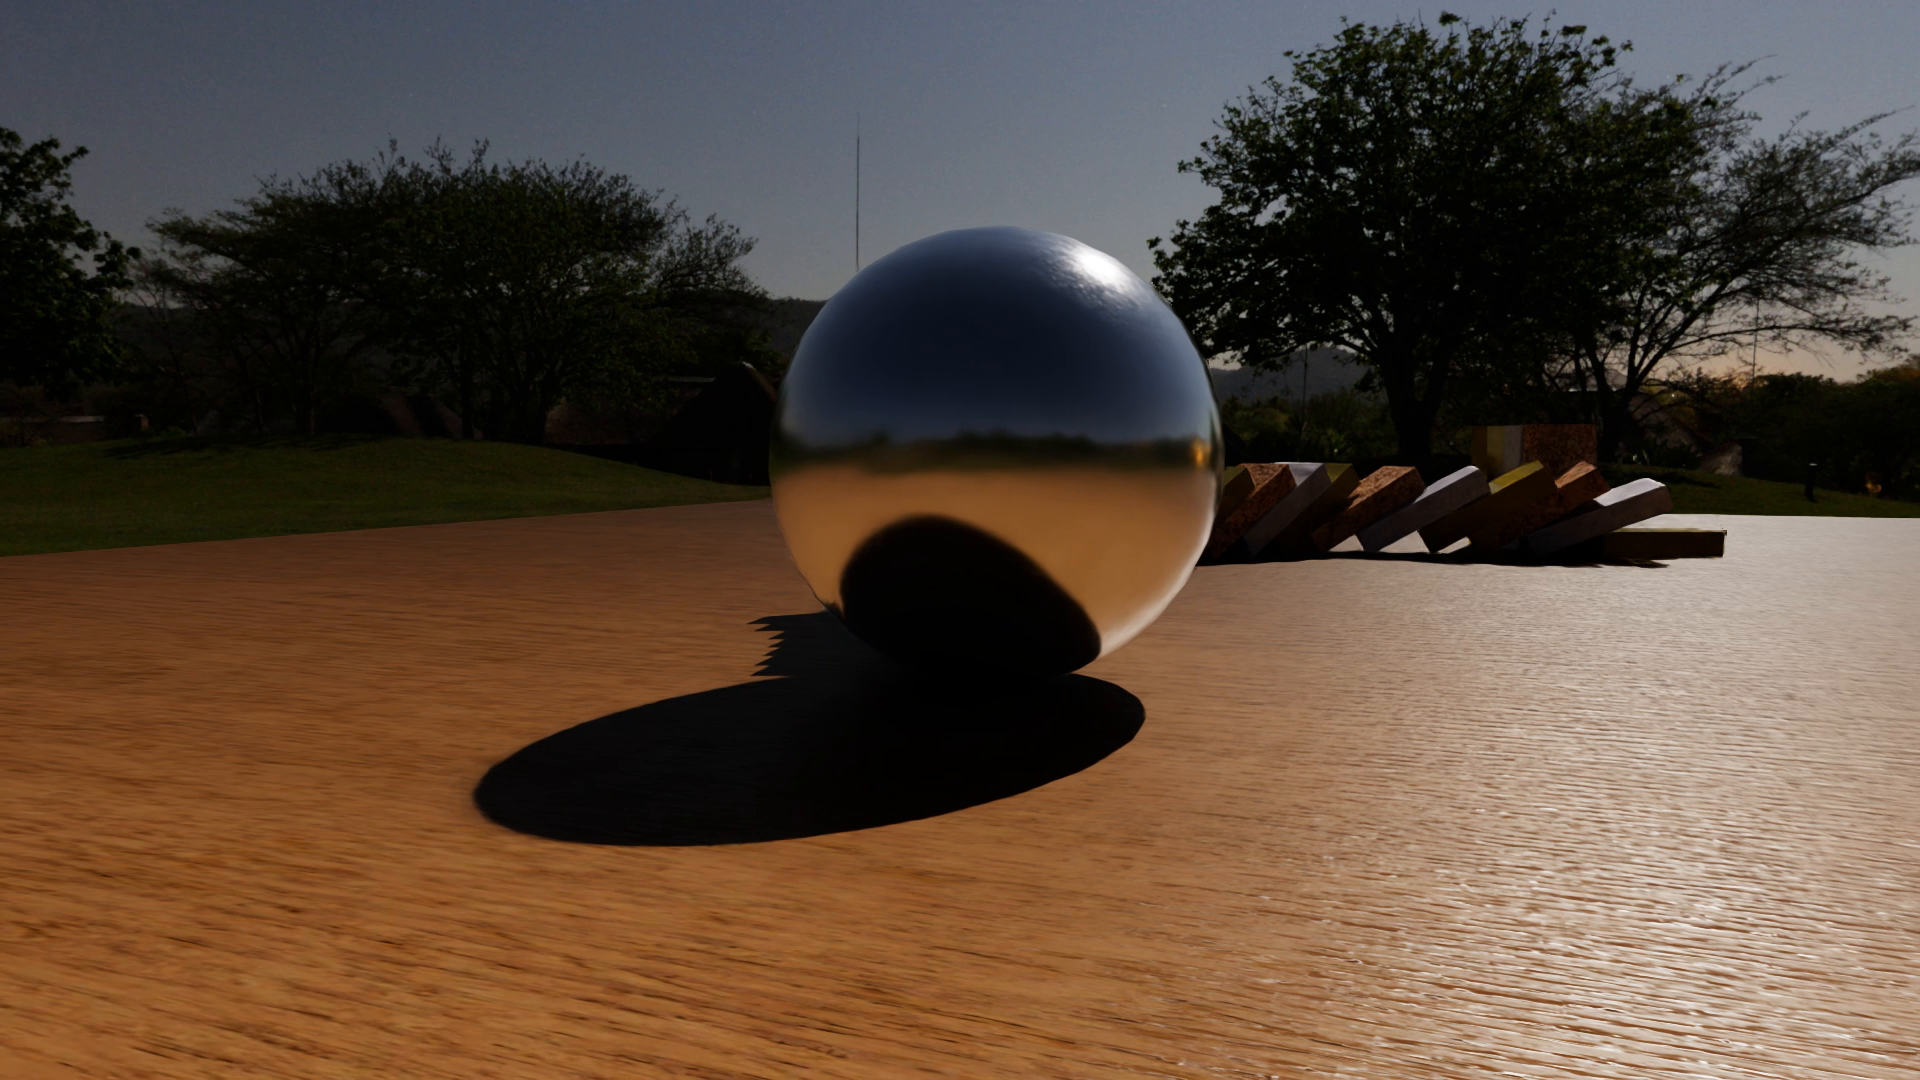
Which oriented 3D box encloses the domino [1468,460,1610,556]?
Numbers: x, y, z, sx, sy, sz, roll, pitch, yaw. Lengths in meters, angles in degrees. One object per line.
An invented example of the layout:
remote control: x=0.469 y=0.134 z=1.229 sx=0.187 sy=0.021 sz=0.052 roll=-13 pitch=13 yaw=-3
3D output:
domino: x=0.217 y=-0.012 z=0.486 sx=0.050 sy=0.009 sz=0.025 roll=-31 pitch=1 yaw=18

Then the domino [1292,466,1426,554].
domino: x=0.155 y=-0.012 z=0.506 sx=0.050 sy=0.010 sz=0.025 roll=-31 pitch=9 yaw=-7

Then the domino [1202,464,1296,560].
domino: x=0.101 y=-0.011 z=0.485 sx=0.050 sy=0.009 sz=0.025 roll=-39 pitch=23 yaw=-25

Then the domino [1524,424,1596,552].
domino: x=0.237 y=-0.021 z=0.507 sx=0.025 sy=0.050 sz=0.010 roll=-1 pitch=1 yaw=-8

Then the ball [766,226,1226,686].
ball: x=0.006 y=-0.015 z=0.227 sx=0.080 sy=0.080 sz=0.080 roll=0 pitch=4 yaw=0

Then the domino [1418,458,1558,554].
domino: x=0.200 y=-0.013 z=0.489 sx=0.050 sy=0.009 sz=0.025 roll=-31 pitch=1 yaw=19

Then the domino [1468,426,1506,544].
domino: x=0.228 y=-0.023 z=0.540 sx=0.025 sy=0.050 sz=0.010 roll=-1 pitch=5 yaw=-18

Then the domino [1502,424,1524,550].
domino: x=0.234 y=-0.021 z=0.520 sx=0.025 sy=0.050 sz=0.010 roll=-1 pitch=5 yaw=-14

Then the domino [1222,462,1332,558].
domino: x=0.117 y=-0.012 z=0.494 sx=0.050 sy=0.010 sz=0.025 roll=-39 pitch=23 yaw=-25

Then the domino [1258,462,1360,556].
domino: x=0.131 y=-0.013 z=0.504 sx=0.050 sy=0.010 sz=0.025 roll=-39 pitch=23 yaw=-25

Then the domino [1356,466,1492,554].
domino: x=0.178 y=-0.012 z=0.497 sx=0.050 sy=0.010 sz=0.025 roll=-30 pitch=-1 yaw=13

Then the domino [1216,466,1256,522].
domino: x=0.084 y=-0.010 z=0.476 sx=0.050 sy=0.010 sz=0.025 roll=-37 pitch=23 yaw=-26

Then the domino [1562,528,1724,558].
domino: x=0.262 y=0.001 z=0.493 sx=0.050 sy=0.009 sz=0.025 roll=-1 pitch=4 yaw=-8

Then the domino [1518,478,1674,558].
domino: x=0.237 y=-0.009 z=0.482 sx=0.050 sy=0.009 sz=0.025 roll=-22 pitch=4 yaw=16
